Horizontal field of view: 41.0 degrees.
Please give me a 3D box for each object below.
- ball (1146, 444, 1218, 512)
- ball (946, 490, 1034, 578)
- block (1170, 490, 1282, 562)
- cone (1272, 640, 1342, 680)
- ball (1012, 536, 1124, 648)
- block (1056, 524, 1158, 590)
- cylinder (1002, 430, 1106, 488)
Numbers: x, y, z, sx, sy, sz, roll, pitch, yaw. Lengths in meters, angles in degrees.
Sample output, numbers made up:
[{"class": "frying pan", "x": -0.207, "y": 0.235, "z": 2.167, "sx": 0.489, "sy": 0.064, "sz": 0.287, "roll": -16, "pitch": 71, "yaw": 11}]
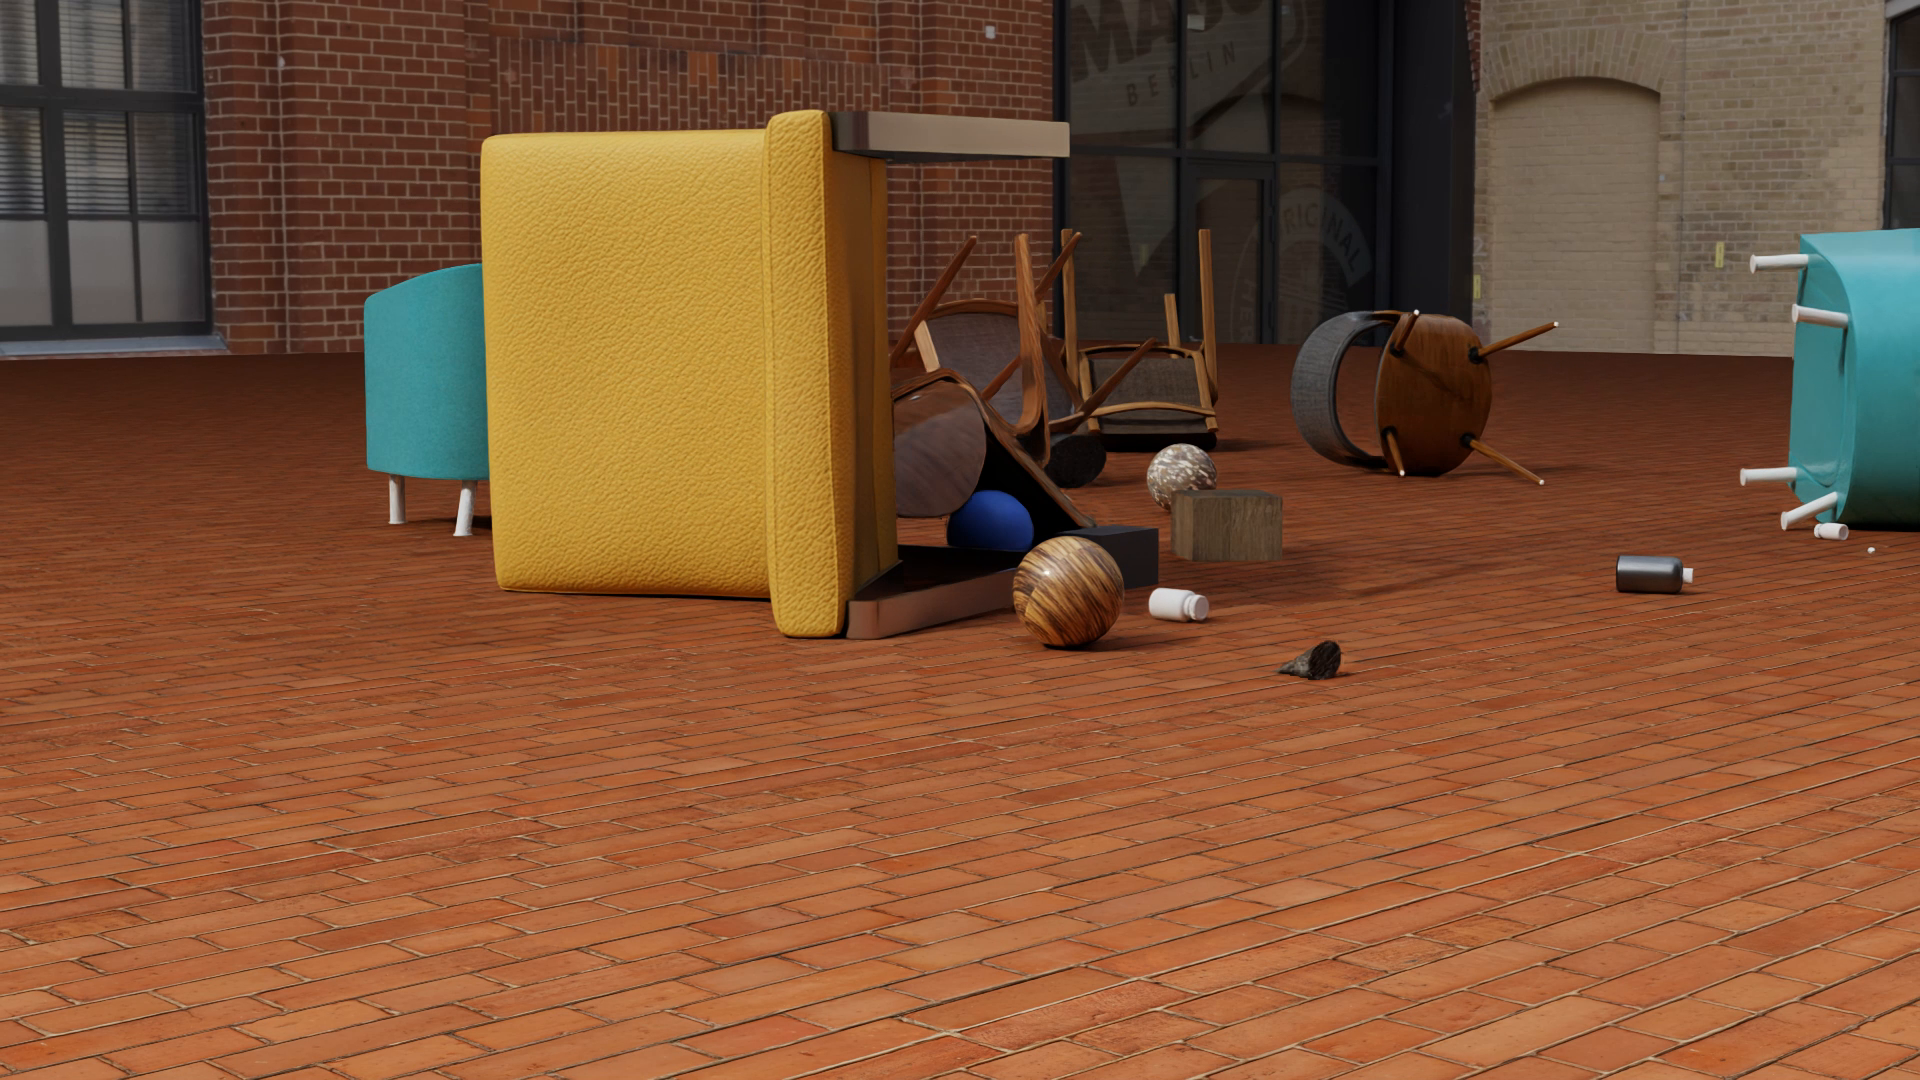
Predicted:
[{"class": "ball", "x": 0.615, "y": -0.170, "z": 7.109, "sx": 0.196, "sy": 0.196, "sz": 0.196, "roll": 0, "pitch": 6, "yaw": 0}, {"class": "ball", "x": 0.066, "y": -0.014, "z": 5.610, "sx": 0.192, "sy": 0.192, "sz": 0.192, "roll": 0, "pitch": 6, "yaw": 0}, {"class": "block", "x": 0.625, "y": -0.035, "z": 6.035, "sx": 0.213, "sy": 0.148, "sz": 0.219, "roll": -1, "pitch": 6, "yaw": -9}, {"class": "cone", "x": 0.560, "y": 0.208, "z": 4.244, "sx": 0.114, "sy": 0.057, "sz": 0.094, "roll": -16, "pitch": 13, "yaw": 45}, {"class": "ball", "x": 0.192, "y": 0.092, "z": 4.549, "sx": 0.199, "sy": 0.199, "sz": 0.199, "roll": 0, "pitch": 6, "yaw": 0}, {"class": "block", "x": 0.313, "y": 0.039, "z": 5.440, "sx": 0.118, "sy": 0.121, "sz": 0.211, "roll": 5, "pitch": 8, "yaw": 38}, {"class": "cylinder", "x": 0.293, "y": -0.254, "z": 8.063, "sx": 0.235, "sy": 0.161, "sz": 0.265, "roll": -19, "pitch": 13, "yaw": -25}]
